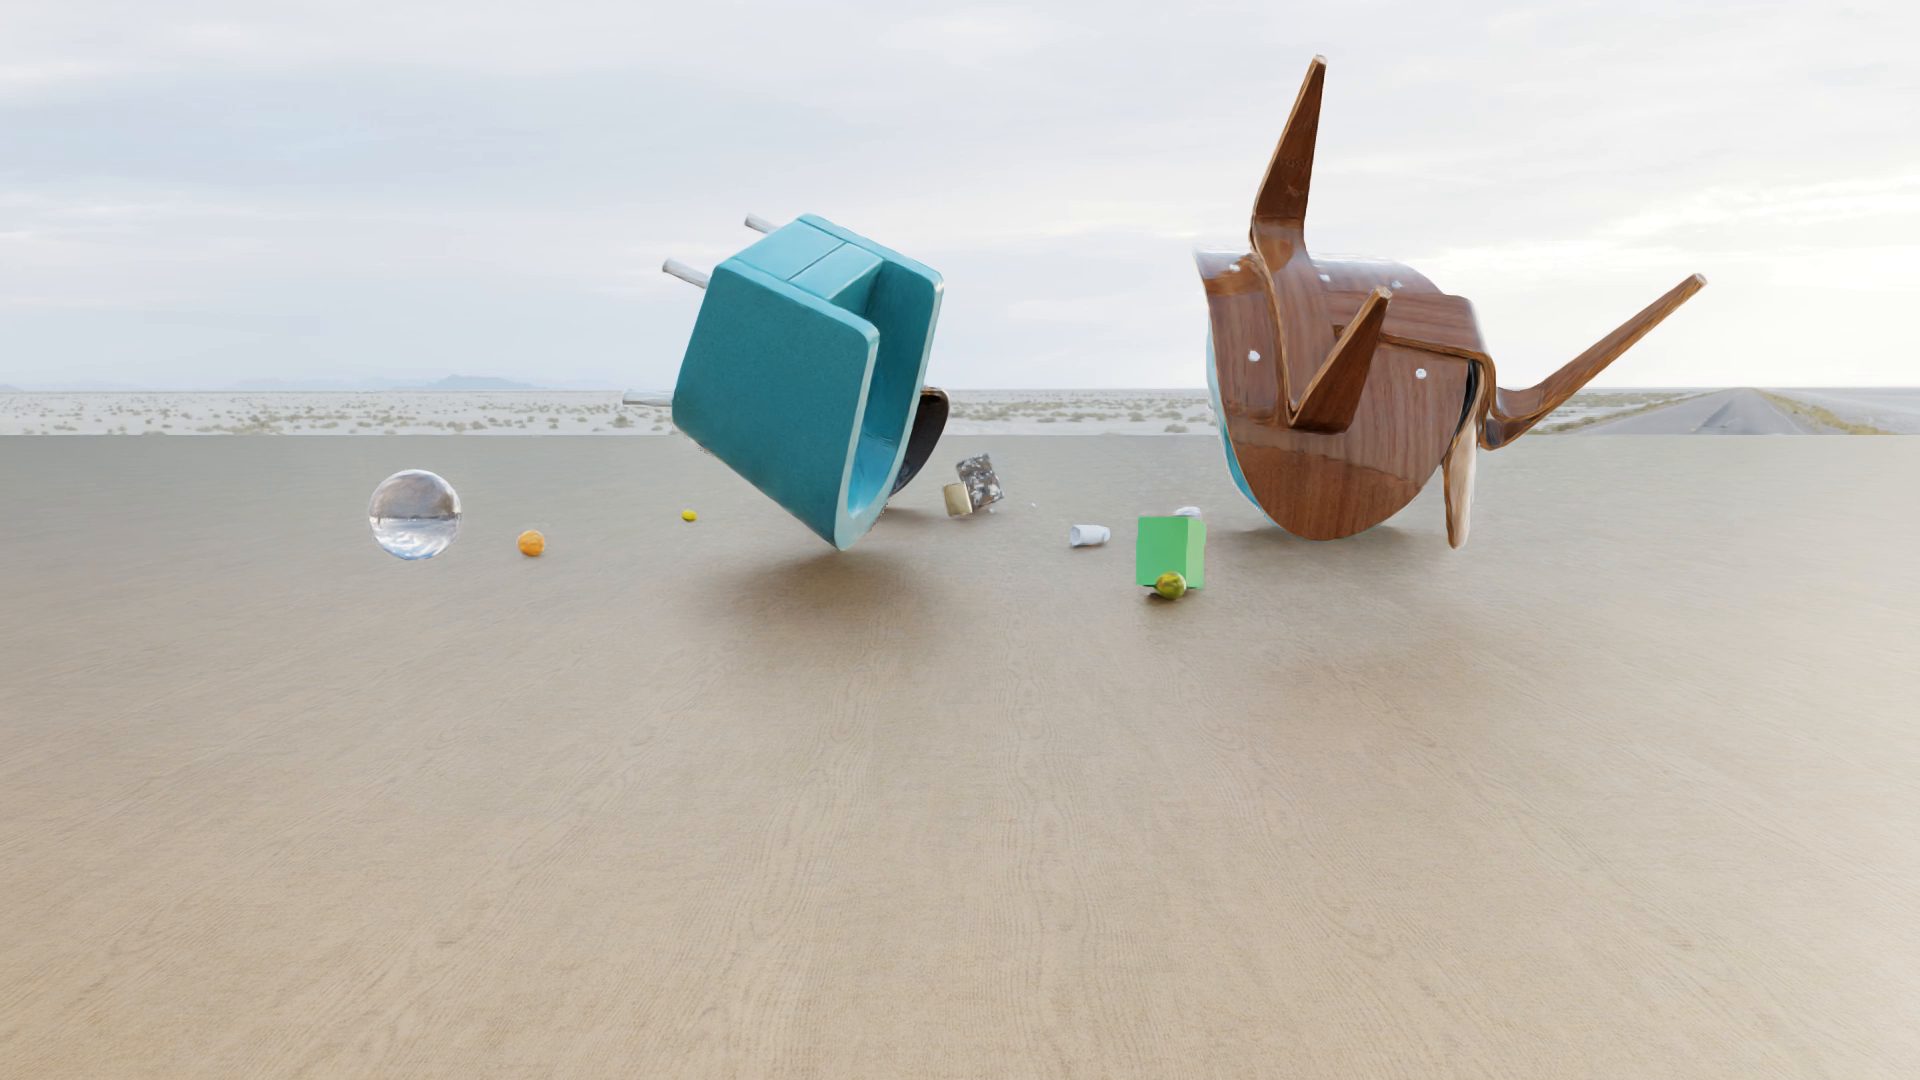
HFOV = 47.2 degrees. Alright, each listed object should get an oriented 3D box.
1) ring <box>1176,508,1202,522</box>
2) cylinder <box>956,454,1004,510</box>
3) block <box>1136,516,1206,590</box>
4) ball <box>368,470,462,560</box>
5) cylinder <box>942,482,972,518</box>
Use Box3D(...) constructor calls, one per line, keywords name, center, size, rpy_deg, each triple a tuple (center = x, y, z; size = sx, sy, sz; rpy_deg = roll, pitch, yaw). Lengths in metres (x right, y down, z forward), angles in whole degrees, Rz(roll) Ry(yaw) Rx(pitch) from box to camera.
Box3D(name="ring", center=(0.692, -0.054, 6.637), size=(0.074, 0.083, 0.121), rpy_deg=(-9, -29, 10))
Box3D(name="cylinder", center=(0.074, -0.217, 8.175), size=(0.134, 0.172, 0.113), rpy_deg=(-22, -5, 22))
Box3D(name="block", center=(0.462, 0.029, 4.816), size=(0.112, 0.148, 0.156), rpy_deg=(1, -4, 21))
Box3D(name="ball", center=(-1.424, -0.065, 5.747), size=(0.239, 0.239, 0.239), rpy_deg=(0, 4, 0))
Box3D(name="cylinder", center=(-0.010, -0.139, 7.620), size=(0.083, 0.107, 0.096), rpy_deg=(-13, -2, -8))
